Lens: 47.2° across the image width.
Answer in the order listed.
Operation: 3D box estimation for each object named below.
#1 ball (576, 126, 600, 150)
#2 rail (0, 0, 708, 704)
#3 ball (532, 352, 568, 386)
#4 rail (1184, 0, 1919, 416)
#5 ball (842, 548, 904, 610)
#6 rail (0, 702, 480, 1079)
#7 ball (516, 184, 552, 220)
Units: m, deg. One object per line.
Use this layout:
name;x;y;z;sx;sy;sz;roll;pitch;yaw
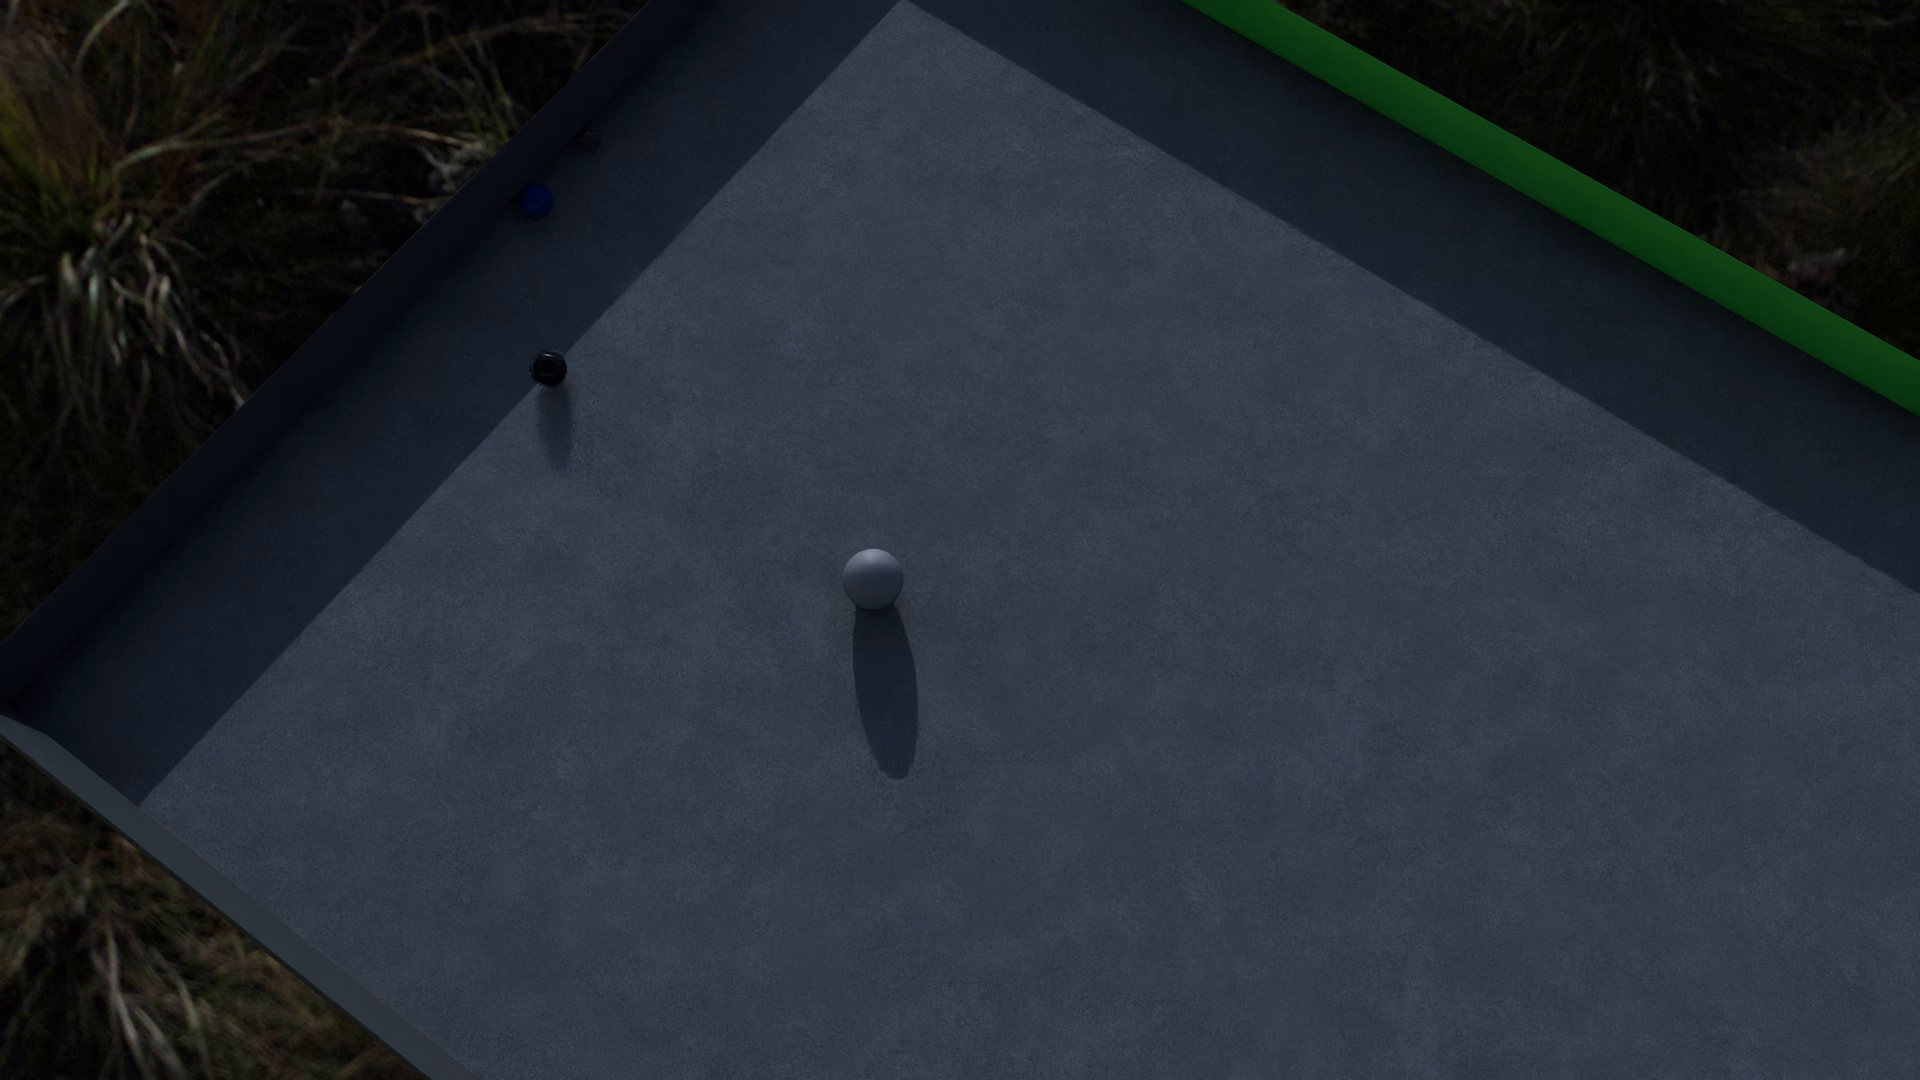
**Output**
ball;-0.671;-0.726;3.970;0.043;0.043;0.043;0;64;0
rail;-0.840;-0.570;3.845;0.045;0.129;2.342;33;68;15
ball;-0.700;-0.292;3.749;0.059;0.059;0.059;0;64;0
rail;1.539;-0.276;3.701;4.268;0.129;0.045;33;68;15
ball;-0.141;0.063;3.553;0.099;0.099;0.099;0;64;0
rail;0.179;1.384;2.889;4.268;0.129;0.045;33;68;15
ball;-0.755;-0.599;3.897;0.063;0.063;0.063;0;64;0
